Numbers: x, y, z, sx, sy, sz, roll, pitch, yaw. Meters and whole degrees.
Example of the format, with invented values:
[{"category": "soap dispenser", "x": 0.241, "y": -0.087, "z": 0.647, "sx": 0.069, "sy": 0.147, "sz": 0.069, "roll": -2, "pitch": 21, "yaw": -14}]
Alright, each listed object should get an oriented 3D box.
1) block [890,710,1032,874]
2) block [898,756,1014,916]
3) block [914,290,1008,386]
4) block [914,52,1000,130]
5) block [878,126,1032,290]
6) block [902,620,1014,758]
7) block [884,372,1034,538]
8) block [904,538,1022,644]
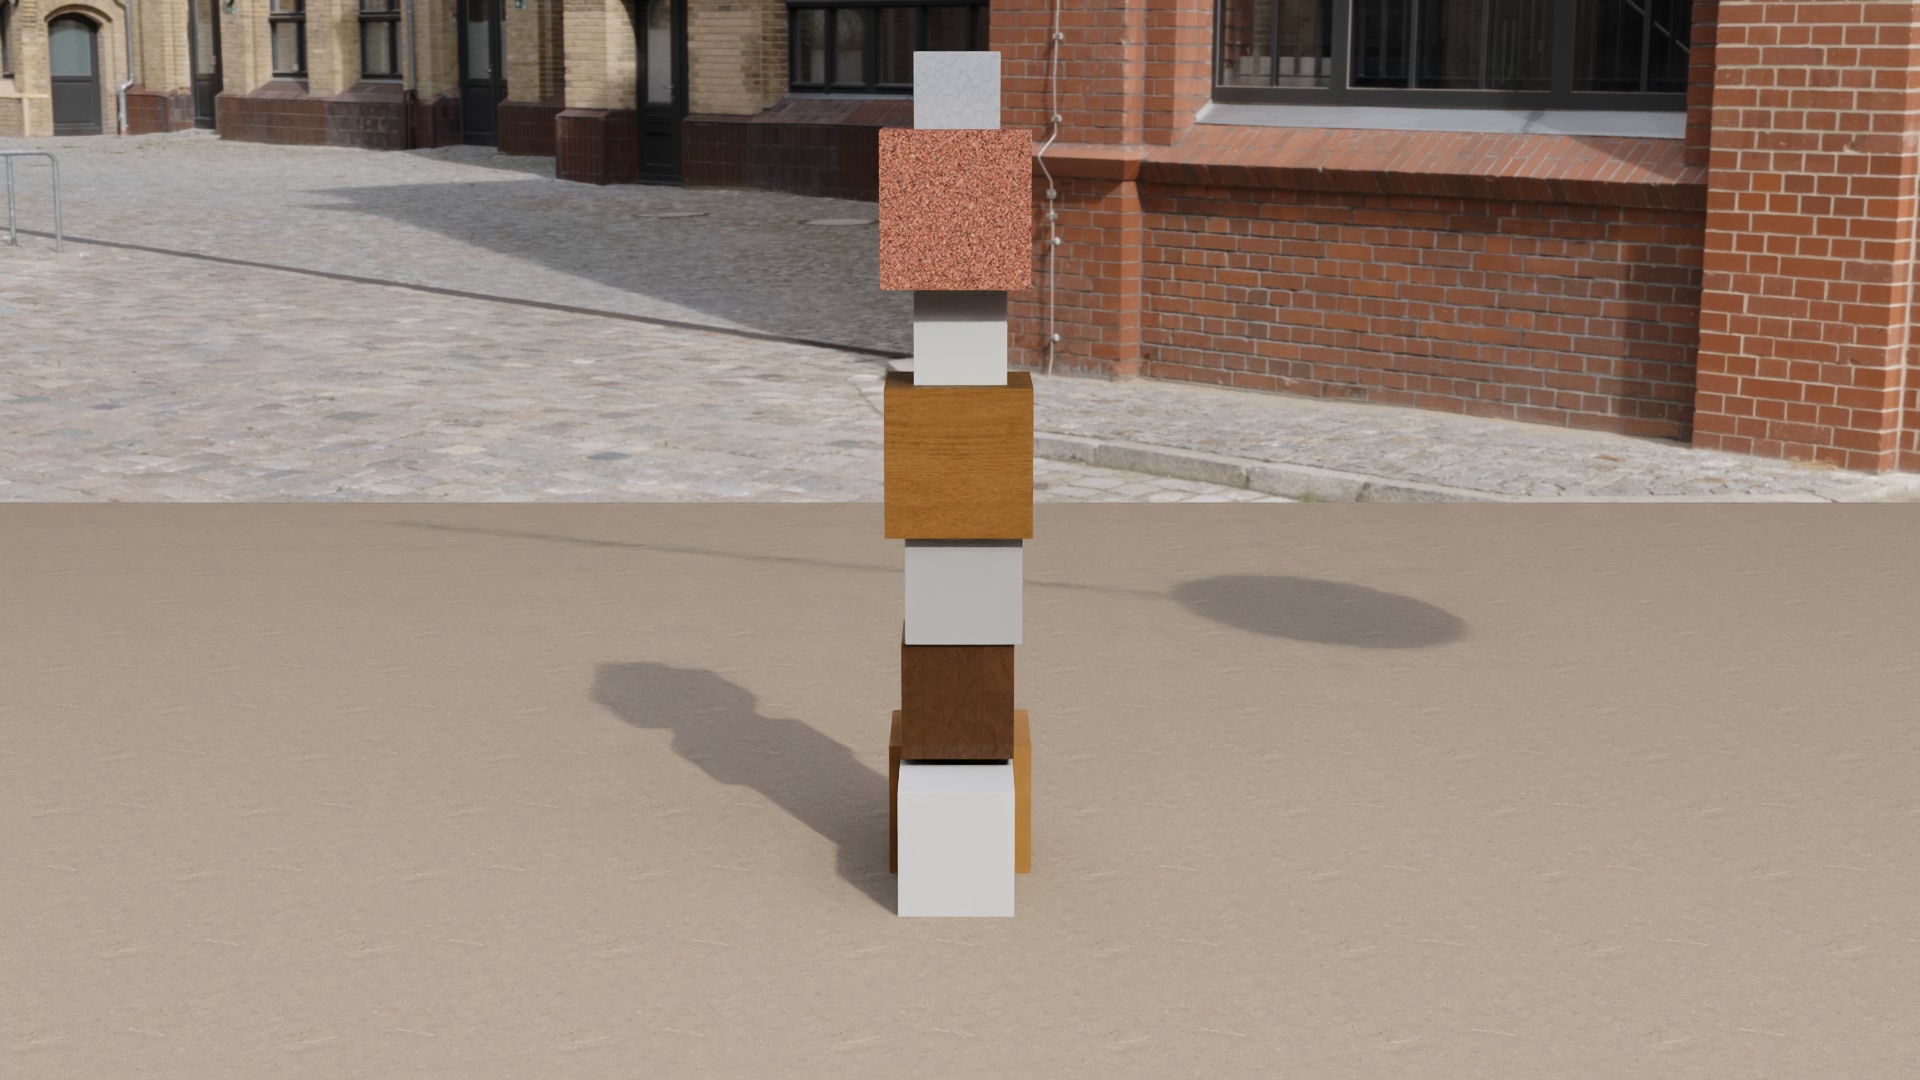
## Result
[{"category": "block", "x": 0.001, "y": 1.137, "z": 11.690, "sx": 0.627, "sy": 0.581, "sz": 0.667, "roll": 0, "pitch": 10, "yaw": 0}, {"category": "block", "x": -0.016, "y": 1.270, "z": 11.067, "sx": 0.491, "sy": 0.542, "sz": 0.586, "roll": 0, "pitch": 10, "yaw": 0}, {"category": "block", "x": 0.002, "y": -0.894, "z": 11.018, "sx": 0.395, "sy": 0.415, "sz": 0.376, "roll": 0, "pitch": 10, "yaw": 0}, {"category": "block", "x": -0.012, "y": -1.900, "z": 10.835, "sx": 0.360, "sy": 0.318, "sz": 0.335, "roll": 0, "pitch": 10, "yaw": 0}, {"category": "block", "x": -0.019, "y": -1.421, "z": 10.922, "sx": 0.628, "sy": 0.656, "sz": 0.701, "roll": 0, "pitch": 10, "yaw": 0}, {"category": "block", "x": -0.010, "y": 0.652, "z": 11.299, "sx": 0.485, "sy": 0.513, "sz": 0.488, "roll": 0, "pitch": 10, "yaw": 0}, {"category": "block", "x": -0.006, "y": -0.377, "z": 11.112, "sx": 0.628, "sy": 0.638, "sz": 0.638, "roll": 0, "pitch": 10, "yaw": 0}, {"category": "block", "x": 0.016, "y": 0.168, "z": 11.211, "sx": 0.500, "sy": 0.470, "sz": 0.532, "roll": 0, "pitch": 10, "yaw": 0}]
